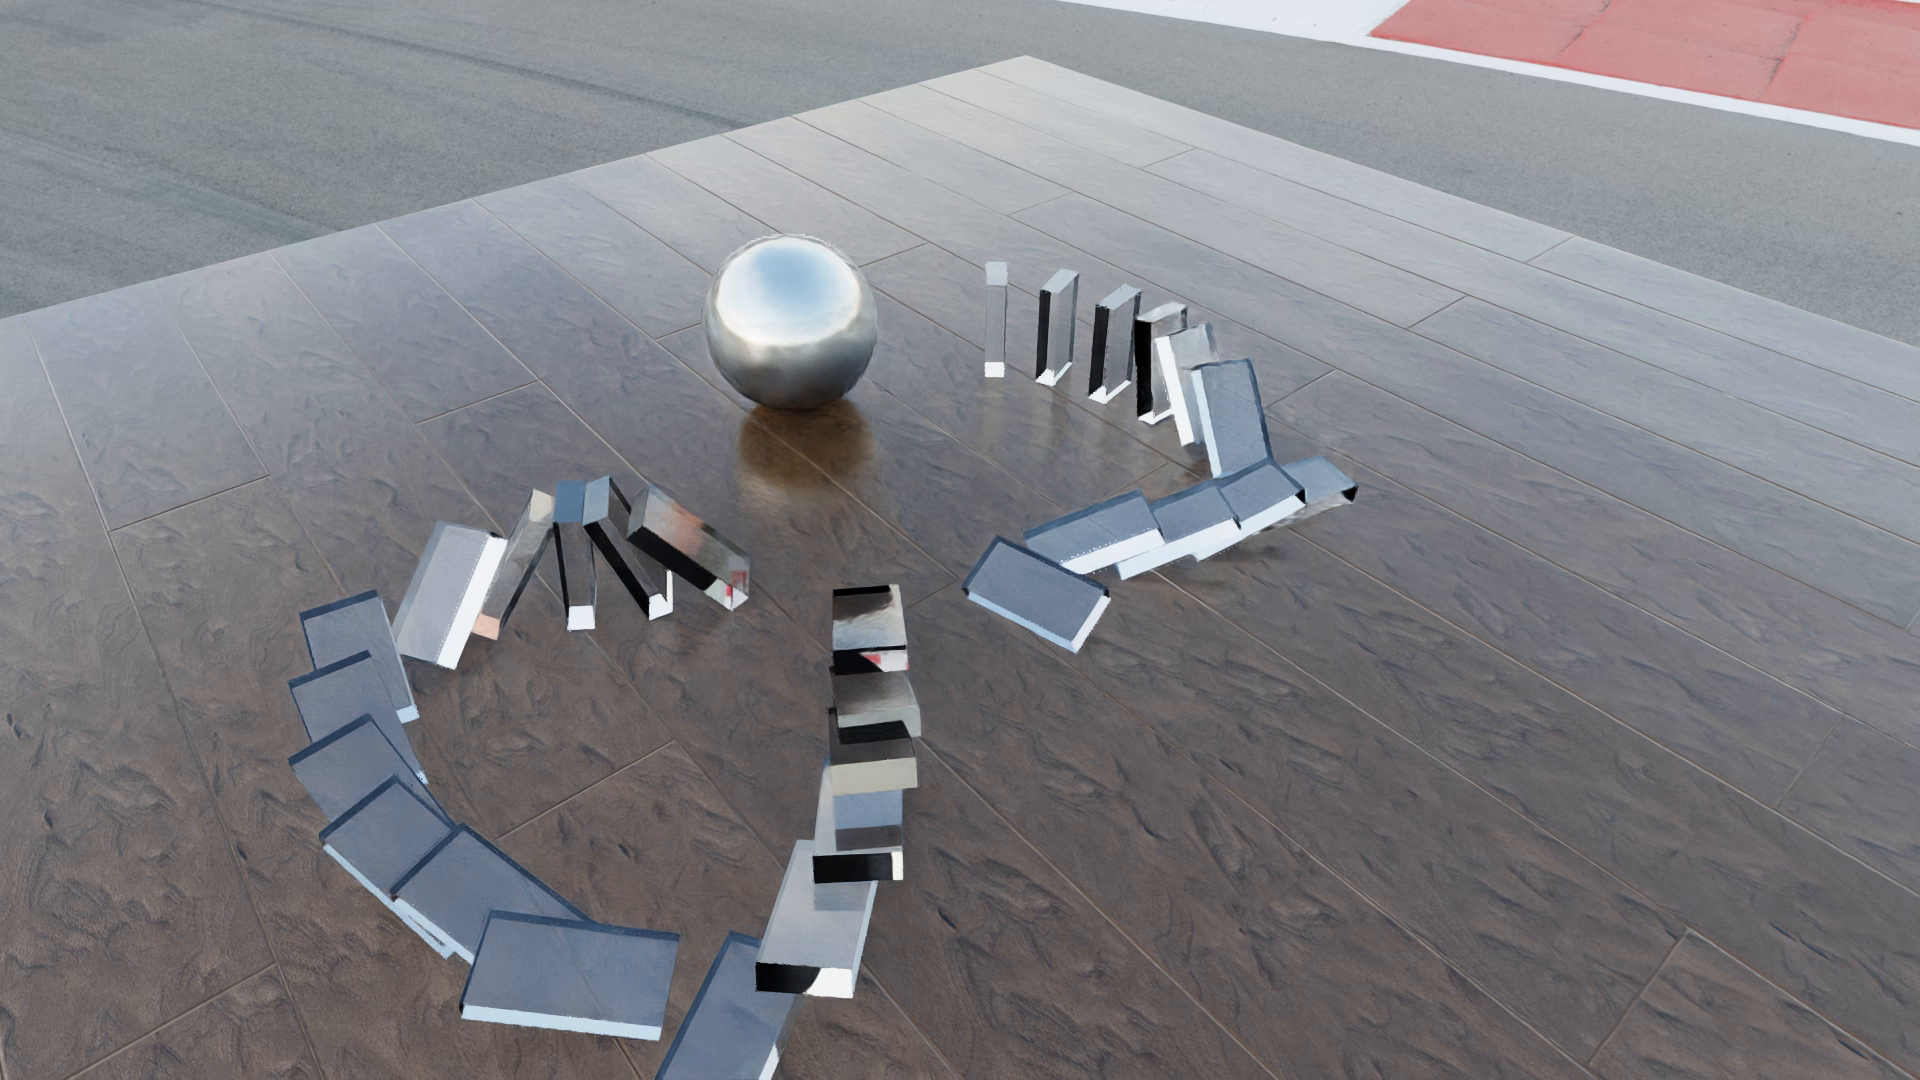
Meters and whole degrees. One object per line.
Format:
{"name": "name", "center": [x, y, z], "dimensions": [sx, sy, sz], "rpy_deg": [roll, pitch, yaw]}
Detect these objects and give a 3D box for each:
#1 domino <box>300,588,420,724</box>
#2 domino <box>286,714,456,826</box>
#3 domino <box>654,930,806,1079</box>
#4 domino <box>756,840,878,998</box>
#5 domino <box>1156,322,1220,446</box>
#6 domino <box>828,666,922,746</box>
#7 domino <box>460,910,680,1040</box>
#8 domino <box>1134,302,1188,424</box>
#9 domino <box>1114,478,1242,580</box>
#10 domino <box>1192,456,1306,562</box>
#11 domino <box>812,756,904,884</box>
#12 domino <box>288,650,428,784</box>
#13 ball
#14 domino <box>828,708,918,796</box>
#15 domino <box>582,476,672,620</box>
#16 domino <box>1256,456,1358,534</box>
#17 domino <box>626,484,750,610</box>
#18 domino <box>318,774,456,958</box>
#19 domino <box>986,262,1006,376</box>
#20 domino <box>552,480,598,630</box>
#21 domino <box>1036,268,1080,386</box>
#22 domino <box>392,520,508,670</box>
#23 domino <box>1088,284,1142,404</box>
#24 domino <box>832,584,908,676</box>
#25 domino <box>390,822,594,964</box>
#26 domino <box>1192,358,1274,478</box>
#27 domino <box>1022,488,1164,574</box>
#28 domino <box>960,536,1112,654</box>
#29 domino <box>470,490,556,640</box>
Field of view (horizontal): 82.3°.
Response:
{"name": "domino", "center": [-0.207, 0.043, 0.379], "dimensions": [0.025, 0.010, 0.050], "rpy_deg": [-20, 62, -23]}
{"name": "domino", "center": [-0.178, 0.079, 0.334], "dimensions": [0.050, 0.009, 0.025], "rpy_deg": [43, 53, 17]}
{"name": "domino", "center": [-0.059, 0.129, 0.286], "dimensions": [0.025, 0.009, 0.050], "rpy_deg": [11, 41, 13]}
{"name": "domino", "center": [-0.038, 0.104, 0.306], "dimensions": [0.025, 0.010, 0.050], "rpy_deg": [3, 22, 4]}
{"name": "domino", "center": [0.107, -0.071, 0.500], "dimensions": [0.025, 0.050, 0.010], "rpy_deg": [-22, 12, -24]}
{"name": "domino", "center": [-0.029, 0.052, 0.360], "dimensions": [0.025, 0.010, 0.050], "rpy_deg": [-5, 12, -9]}
{"name": "domino", "center": [-0.102, 0.115, 0.291], "dimensions": [0.050, 0.010, 0.025], "rpy_deg": [11, 45, -10]}
{"name": "domino", "center": [0.094, -0.082, 0.511], "dimensions": [0.025, 0.050, 0.010], "rpy_deg": [-29, 38, -30]}
{"name": "domino", "center": [0.083, -0.005, 0.437], "dimensions": [0.050, 0.009, 0.025], "rpy_deg": [-22, 42, 2]}
{"name": "domino", "center": [0.112, -0.013, 0.448], "dimensions": [0.050, 0.009, 0.025], "rpy_deg": [-27, 44, -5]}
{"name": "domino", "center": [-0.030, 0.083, 0.331], "dimensions": [0.025, 0.009, 0.050], "rpy_deg": [-2, 22, -2]}
{"name": "domino", "center": [-0.195, 0.062, 0.356], "dimensions": [0.025, 0.010, 0.050], "rpy_deg": [-25, 64, -27]}
{"name": "ball", "center": [-0.078, -0.100, 0.510], "dimensions": [0.080, 0.080, 0.080], "rpy_deg": [0, 39, 0]}
{"name": "domino", "center": [-0.028, 0.065, 0.347], "dimensions": [0.025, 0.009, 0.050], "rpy_deg": [-4, 11, -7]}
{"name": "domino", "center": [-0.122, 0.003, 0.407], "dimensions": [0.010, 0.050, 0.025], "rpy_deg": [-21, 41, 1]}
{"name": "domino", "center": [0.140, -0.020, 0.468], "dimensions": [0.050, 0.009, 0.025], "rpy_deg": [-16, 42, -19]}
{"name": "domino", "center": [-0.101, 0.003, 0.412], "dimensions": [0.009, 0.050, 0.025], "rpy_deg": [-36, 35, 20]}
{"name": "domino", "center": [-0.156, 0.093, 0.317], "dimensions": [0.050, 0.009, 0.025], "rpy_deg": [35, 49, 11]}
{"name": "domino", "center": [0.018, -0.109, 0.544], "dimensions": [0.009, 0.050, 0.025], "rpy_deg": [1, 39, 1]}
{"name": "domino", "center": [-0.141, 0.006, 0.404], "dimensions": [0.009, 0.050, 0.025], "rpy_deg": [-3, 39, -14]}
{"name": "domino", "center": [0.047, -0.104, 0.538], "dimensions": [0.009, 0.050, 0.025], "rpy_deg": [18, 43, 21]}
{"name": "domino", "center": [-0.186, 0.019, 0.398], "dimensions": [0.025, 0.009, 0.050], "rpy_deg": [10, 72, 19]}
{"name": "domino", "center": [0.074, -0.093, 0.525], "dimensions": [0.010, 0.050, 0.025], "rpy_deg": [26, 46, 28]}
{"name": "domino", "center": [-0.033, 0.031, 0.394], "dimensions": [0.025, 0.009, 0.050], "rpy_deg": [-4, 22, -5]}
{"name": "domino", "center": [-0.129, 0.104, 0.305], "dimensions": [0.050, 0.009, 0.025], "rpy_deg": [33, 47, 9]}
{"name": "domino", "center": [0.120, -0.054, 0.485], "dimensions": [0.025, 0.009, 0.050], "rpy_deg": [-7, 80, -10]}
{"name": "domino", "center": [0.052, -0.001, 0.432], "dimensions": [0.050, 0.009, 0.025], "rpy_deg": [-20, 41, 3]}
{"name": "domino", "center": [0.028, 0.020, 0.412], "dimensions": [0.050, 0.009, 0.025], "rpy_deg": [26, 71, 28]}
{"name": "domino", "center": [-0.162, 0.009, 0.401], "dimensions": [0.009, 0.050, 0.025], "rpy_deg": [25, 18, -28]}
